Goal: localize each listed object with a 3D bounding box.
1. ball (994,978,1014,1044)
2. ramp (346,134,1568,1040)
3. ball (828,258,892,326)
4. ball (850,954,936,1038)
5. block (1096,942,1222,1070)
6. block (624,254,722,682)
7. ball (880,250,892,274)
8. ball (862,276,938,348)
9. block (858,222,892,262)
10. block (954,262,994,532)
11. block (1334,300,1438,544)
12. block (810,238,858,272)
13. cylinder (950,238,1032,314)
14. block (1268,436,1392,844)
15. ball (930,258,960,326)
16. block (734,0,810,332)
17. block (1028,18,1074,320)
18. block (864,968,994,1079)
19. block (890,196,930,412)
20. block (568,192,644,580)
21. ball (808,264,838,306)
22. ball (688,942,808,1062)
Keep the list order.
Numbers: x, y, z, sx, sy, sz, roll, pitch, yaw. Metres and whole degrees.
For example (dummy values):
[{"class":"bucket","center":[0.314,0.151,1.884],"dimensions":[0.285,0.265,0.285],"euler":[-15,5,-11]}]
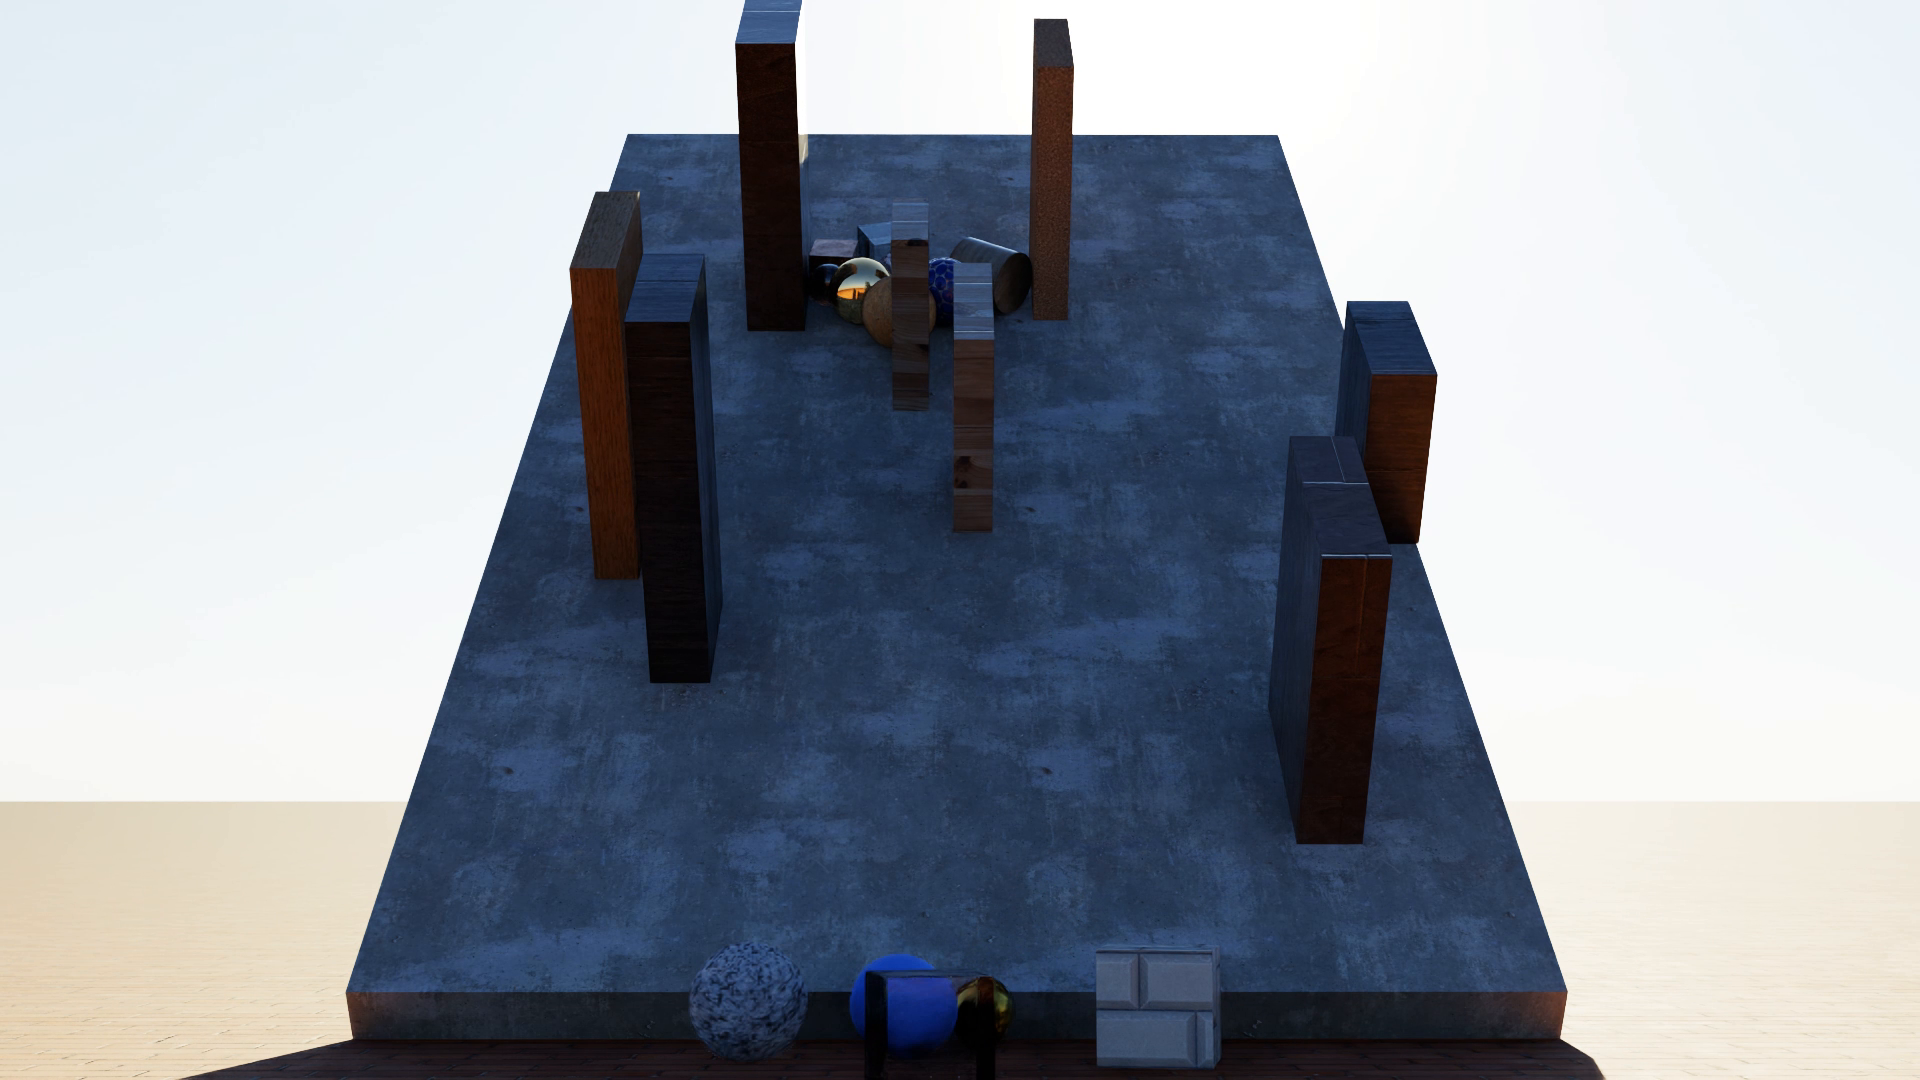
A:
[{"class":"ball","center":[0.028,0.752,3.854],"dimensions":[0.116,0.116,0.116],"euler":[0,-6,0]},{"class":"ramp","center":[-0.013,-0.211,5.706],"dimensions":[2.000,0.100,4.000],"euler":[0,30,0]},{"class":"ball","center":[-0.250,-0.636,6.173],"dimensions":[0.173,0.173,0.173],"euler":[0,-6,0]},{"class":"ball","center":[-0.095,0.724,3.763],"dimensions":[0.155,0.155,0.155],"euler":[0,-6,0]},{"class":"block","center":[0.303,0.703,3.656],"dimensions":[0.172,0.172,0.172],"euler":[-1,-6,10]},{"class":"block","center":[-0.549,-0.134,4.684],"dimensions":[0.118,0.778,0.312],"euler":[0,30,0]},{"class":"ball","center":[-0.143,-0.688,6.284],"dimensions":[0.154,0.154,0.154],"euler":[0,-6,0]},{"class":"ball","center":[-0.152,-0.570,6.038],"dimensions":[0.189,0.189,0.189],"euler":[0,-6,0]},{"class":"block","center":[-0.183,-0.753,6.410],"dimensions":[0.140,0.140,0.140],"euler":[-10,31,-18]},{"class":"block","center":[0.028,-0.317,5.323],"dimensions":[0.085,0.464,0.403],"euler":[0,30,0]},{"class":"block","center":[0.926,-0.261,5.289],"dimensions":[0.137,0.407,0.375],"euler":[0,30,0]},{"class":"block","center":[-0.332,-0.720,6.377],"dimensions":[0.113,0.113,0.113],"euler":[3,30,5]},{"class":"cylinder","center":[0.075,-0.689,6.277],"dimensions":[0.162,0.162,0.162],"euler":[22,7,32]},{"class":"block","center":[0.658,0.176,4.341],"dimensions":[0.117,0.588,0.443],"euler":[0,30,0]},{"class":"ball","center":[-0.041,-0.634,6.167],"dimensions":[0.175,0.175,0.175],"euler":[0,-6,0]},{"class":"block","center":[-0.470,-0.953,6.135],"dimensions":[0.146,0.759,0.364],"euler":[0,30,0]},{"class":"block","center":[0.234,-0.957,6.228],"dimensions":[0.089,0.678,0.385],"euler":[0,30,0]},{"class":"block","center":[-0.044,0.687,3.395],"dimensions":[0.151,0.151,0.151],"euler":[2,-6,-14]},{"class":"block","center":[-0.117,-0.566,5.780],"dimensions":[0.086,0.441,0.264],"euler":[0,30,0]},{"class":"block","center":[-0.723,-0.327,5.088],"dimensions":[0.092,0.710,0.408],"euler":[0,30,0]},{"class":"ball","center":[-0.341,-0.663,6.279],"dimensions":[0.113,0.113,0.113],"euler":[0,-6,0]},{"class":"ball","center":[-0.321,0.700,3.659],"dimensions":[0.180,0.180,0.180],"euler":[0,-6,0]}]
